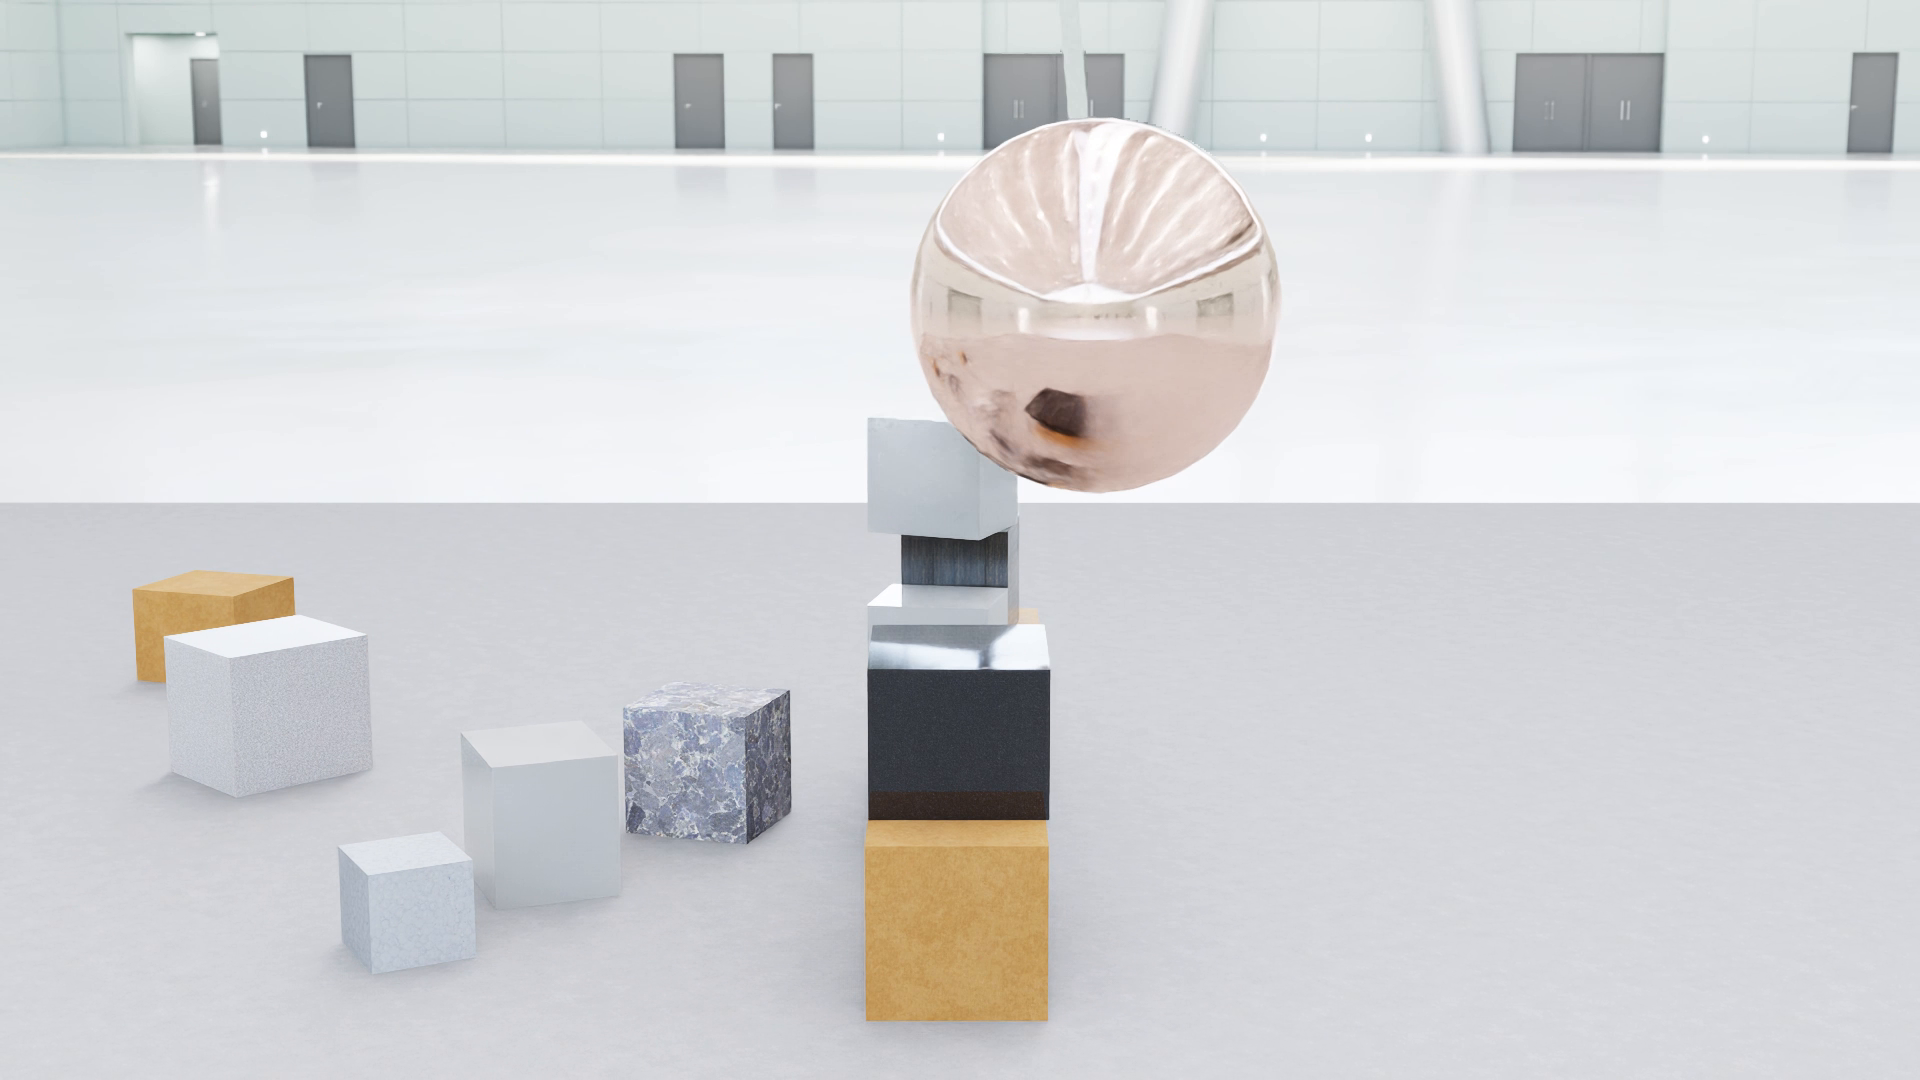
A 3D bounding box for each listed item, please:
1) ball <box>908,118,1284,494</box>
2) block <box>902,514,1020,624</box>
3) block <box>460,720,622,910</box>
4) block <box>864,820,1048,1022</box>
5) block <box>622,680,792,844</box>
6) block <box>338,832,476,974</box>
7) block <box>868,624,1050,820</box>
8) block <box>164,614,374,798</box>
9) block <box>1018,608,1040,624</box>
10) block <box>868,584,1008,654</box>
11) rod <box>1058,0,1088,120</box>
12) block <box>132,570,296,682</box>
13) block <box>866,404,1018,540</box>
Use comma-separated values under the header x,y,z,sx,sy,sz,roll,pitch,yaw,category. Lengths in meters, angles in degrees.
x,y,z,sx,sy,sz,roll,pitch,yaw,category
0.579,-1.001,10.998,1.600,1.600,1.600,0,10,0,ball
0.007,0.174,12.575,0.516,0.539,0.534,1,10,7,block
-1.842,1.194,11.247,0.545,0.626,0.646,-4,11,-22,block
-0.012,1.410,9.903,0.683,0.682,0.675,0,10,0,block
-1.188,1.043,12.142,0.610,0.603,0.568,3,11,17,block
-2.240,1.462,10.387,0.425,0.407,0.445,-6,12,-28,block
-0.005,0.709,10.121,0.695,0.599,0.701,0,12,0,block
-3.512,0.829,13.042,0.766,0.702,0.673,-10,14,-43,block
-0.009,0.810,12.847,0.807,0.810,0.704,0,10,0,block
-0.100,0.520,12.080,0.566,0.518,0.534,2,10,11,block
0.251,-4.330,10.393,0.080,5.200,0.080,-5,10,1,rod
-4.399,0.522,15.172,0.684,0.545,0.619,3,11,18,block
-0.081,-0.331,12.304,0.575,0.552,0.496,4,11,22,block
